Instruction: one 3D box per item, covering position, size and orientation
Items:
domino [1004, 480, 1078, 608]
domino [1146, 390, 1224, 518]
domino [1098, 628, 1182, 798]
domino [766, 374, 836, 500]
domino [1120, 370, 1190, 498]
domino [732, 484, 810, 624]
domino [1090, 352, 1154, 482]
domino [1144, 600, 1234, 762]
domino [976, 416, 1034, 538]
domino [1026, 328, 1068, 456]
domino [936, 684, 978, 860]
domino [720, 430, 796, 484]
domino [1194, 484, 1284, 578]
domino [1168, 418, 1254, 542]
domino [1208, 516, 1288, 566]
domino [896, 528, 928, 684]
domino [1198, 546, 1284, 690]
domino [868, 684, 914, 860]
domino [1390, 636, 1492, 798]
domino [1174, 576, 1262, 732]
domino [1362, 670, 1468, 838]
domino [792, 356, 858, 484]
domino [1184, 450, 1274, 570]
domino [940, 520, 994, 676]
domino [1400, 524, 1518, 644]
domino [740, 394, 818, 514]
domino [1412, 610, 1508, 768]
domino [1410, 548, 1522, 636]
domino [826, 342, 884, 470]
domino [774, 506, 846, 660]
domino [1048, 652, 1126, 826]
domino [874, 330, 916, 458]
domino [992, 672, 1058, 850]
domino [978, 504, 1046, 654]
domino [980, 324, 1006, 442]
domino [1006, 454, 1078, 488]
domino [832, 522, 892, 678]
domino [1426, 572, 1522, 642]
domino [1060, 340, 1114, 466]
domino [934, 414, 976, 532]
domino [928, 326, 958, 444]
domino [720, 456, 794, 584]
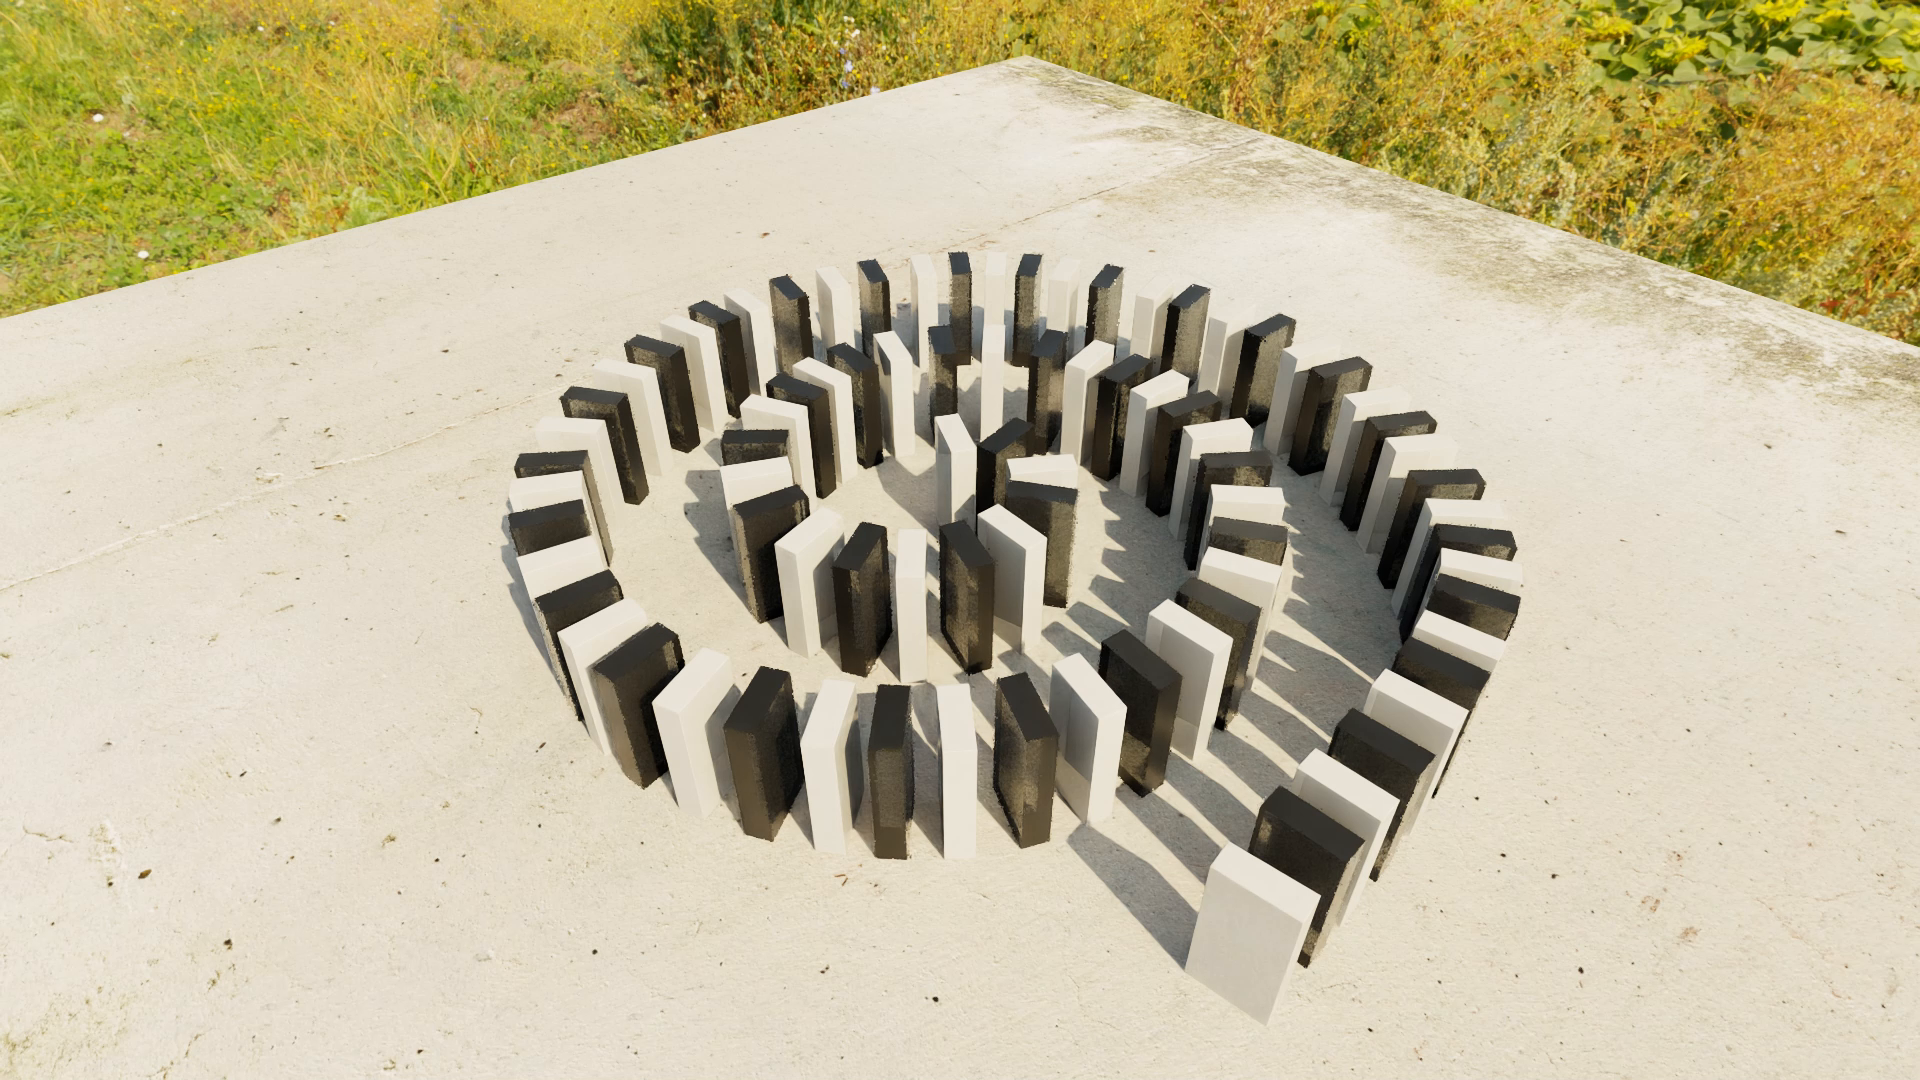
[{"bbox_3d":[0.029,0.002,0.409,0.025,0.050,0.010,9,40,10],"label":"domino"},{"bbox_3d":[0.092,-0.035,0.454,0.025,0.050,0.009,-20,43,-23],"label":"domino"},{"bbox_3d":[0.054,0.055,0.345,0.009,0.050,0.025,-25,45,-27],"label":"domino"},{"bbox_3d":[-0.067,-0.043,0.464,0.025,0.050,0.009,21,44,24],"label":"domino"},{"bbox_3d":[0.082,-0.045,0.466,0.025,0.050,0.009,-28,47,-30],"label":"domino"},{"bbox_3d":[-0.067,0.006,0.405,0.025,0.050,0.009,-20,44,-23],"label":"domino"},{"bbox_3d":[0.070,-0.053,0.476,0.009,0.050,0.025,30,48,32],"label":"domino"},{"bbox_3d":[0.071,0.046,0.356,0.009,0.050,0.025,-32,49,-33],"label":"domino"},{"bbox_3d":[0.018,-0.021,0.437,0.009,0.050,0.025,26,46,28],"label":"domino"},{"bbox_3d":[0.038,-0.066,0.492,0.009,0.050,0.025,14,41,16],"label":"domino"},{"bbox_3d":[-0.001,0.069,0.327,0.010,0.050,0.025,-3,39,-4],"label":"domino"},{"bbox_3d":[-0.078,-0.020,0.436,0.025,0.050,0.010,0,39,-1],"label":"domino"},{"bbox_3d":[0.103,0.003,0.408,0.025,0.050,0.009,3,39,4],"label":"domino"},{"bbox_3d":[0.100,-0.024,0.440,0.025,0.050,0.009,-9,40,-11],"label":"domino"},{"bbox_3d":[0.099,0.016,0.392,0.025,0.050,0.010,9,40,11],"label":"domino"},{"bbox_3d":[-0.016,0.023,0.383,0.010,0.050,0.025,0,39,0],"label":"domino"},{"bbox_3d":[0.093,0.028,0.378,0.025,0.050,0.010,16,42,19],"label":"domino"},{"bbox_3d":[-0.020,0.069,0.327,0.009,0.050,0.025,2,39,3],"label":"domino"},{"bbox_3d":[0.144,0.056,0.343,0.025,0.050,0.009,27,46,29],"label":"domino"},{"bbox_3d":[0.082,0.038,0.365,0.025,0.050,0.009,27,46,29],"label":"domino"},{"bbox_3d":[0.132,0.065,0.332,0.025,0.050,0.009,29,48,31],"label":"domino"},{"bbox_3d":[-0.058,-0.051,0.474,0.025,0.050,0.009,28,47,30],"label":"domino"},{"bbox_3d":[0.103,-0.011,0.424,0.025,0.050,0.009,-2,39,-3],"label":"domino"},{"bbox_3d":[0.002,0.021,0.386,0.009,0.050,0.025,-16,42,-18],"label":"domino"},{"bbox_3d":[0.175,0.018,0.390,0.025,0.050,0.009,6,40,8],"label":"domino"},{"bbox_3d":[-0.074,-0.034,0.453,0.025,0.050,0.009,14,41,17],"label":"domino"},{"bbox_3d":[0.153,0.048,0.353,0.025,0.050,0.009,25,45,27],"label":"domino"},{"bbox_3d":[0.172,0.027,0.378,0.025,0.050,0.009,12,41,15],"label":"domino"},{"bbox_3d":[-0.046,-0.059,0.483,0.010,0.050,0.025,-27,46,-29],"label":"domino"},{"bbox_3d":[-0.052,0.016,0.392,0.009,0.050,0.025,23,45,25],"label":"domino"},{"bbox_3d":[0.038,0.062,0.336,0.009,0.050,0.025,-19,43,-22],"label":"domino"},{"bbox_3d":[-0.029,-0.064,0.490,0.010,0.050,0.025,-13,41,-16],"label":"domino"},{"bbox_3d":[0.019,0.067,0.330,0.009,0.050,0.025,-12,41,-14],"label":"domino"},{"bbox_3d":[0.018,0.015,0.394,0.010,0.050,0.025,-28,47,-30],"label":"domino"},{"bbox_3d":[0.015,-0.069,0.495,0.010,0.050,0.025,2,39,2],"label":"domino"},{"bbox_3d":[0.030,-0.009,0.422,0.025,0.050,0.010,-5,40,-6],"label":"domino"},{"bbox_3d":[-0.034,0.021,0.385,0.010,0.050,0.025,12,41,14],"label":"domino"},{"bbox_3d":[0.165,0.036,0.367,0.025,0.050,0.009,19,43,22],"label":"domino"},{"bbox_3d":[0.056,-0.060,0.484,0.009,0.050,0.025,23,45,26],"label":"domino"},{"bbox_3d":[-0.002,-0.022,0.438,0.009,0.050,0.025,-10,40,-12],"label":"domino"},{"bbox_3d":[-0.008,-0.068,0.494,0.009,0.050,0.025,-5,40,-6],"label":"domino"},{"bbox_3d":[-0.075,-0.007,0.420,0.025,0.050,0.009,-10,40,-12],"label":"domino"}]
